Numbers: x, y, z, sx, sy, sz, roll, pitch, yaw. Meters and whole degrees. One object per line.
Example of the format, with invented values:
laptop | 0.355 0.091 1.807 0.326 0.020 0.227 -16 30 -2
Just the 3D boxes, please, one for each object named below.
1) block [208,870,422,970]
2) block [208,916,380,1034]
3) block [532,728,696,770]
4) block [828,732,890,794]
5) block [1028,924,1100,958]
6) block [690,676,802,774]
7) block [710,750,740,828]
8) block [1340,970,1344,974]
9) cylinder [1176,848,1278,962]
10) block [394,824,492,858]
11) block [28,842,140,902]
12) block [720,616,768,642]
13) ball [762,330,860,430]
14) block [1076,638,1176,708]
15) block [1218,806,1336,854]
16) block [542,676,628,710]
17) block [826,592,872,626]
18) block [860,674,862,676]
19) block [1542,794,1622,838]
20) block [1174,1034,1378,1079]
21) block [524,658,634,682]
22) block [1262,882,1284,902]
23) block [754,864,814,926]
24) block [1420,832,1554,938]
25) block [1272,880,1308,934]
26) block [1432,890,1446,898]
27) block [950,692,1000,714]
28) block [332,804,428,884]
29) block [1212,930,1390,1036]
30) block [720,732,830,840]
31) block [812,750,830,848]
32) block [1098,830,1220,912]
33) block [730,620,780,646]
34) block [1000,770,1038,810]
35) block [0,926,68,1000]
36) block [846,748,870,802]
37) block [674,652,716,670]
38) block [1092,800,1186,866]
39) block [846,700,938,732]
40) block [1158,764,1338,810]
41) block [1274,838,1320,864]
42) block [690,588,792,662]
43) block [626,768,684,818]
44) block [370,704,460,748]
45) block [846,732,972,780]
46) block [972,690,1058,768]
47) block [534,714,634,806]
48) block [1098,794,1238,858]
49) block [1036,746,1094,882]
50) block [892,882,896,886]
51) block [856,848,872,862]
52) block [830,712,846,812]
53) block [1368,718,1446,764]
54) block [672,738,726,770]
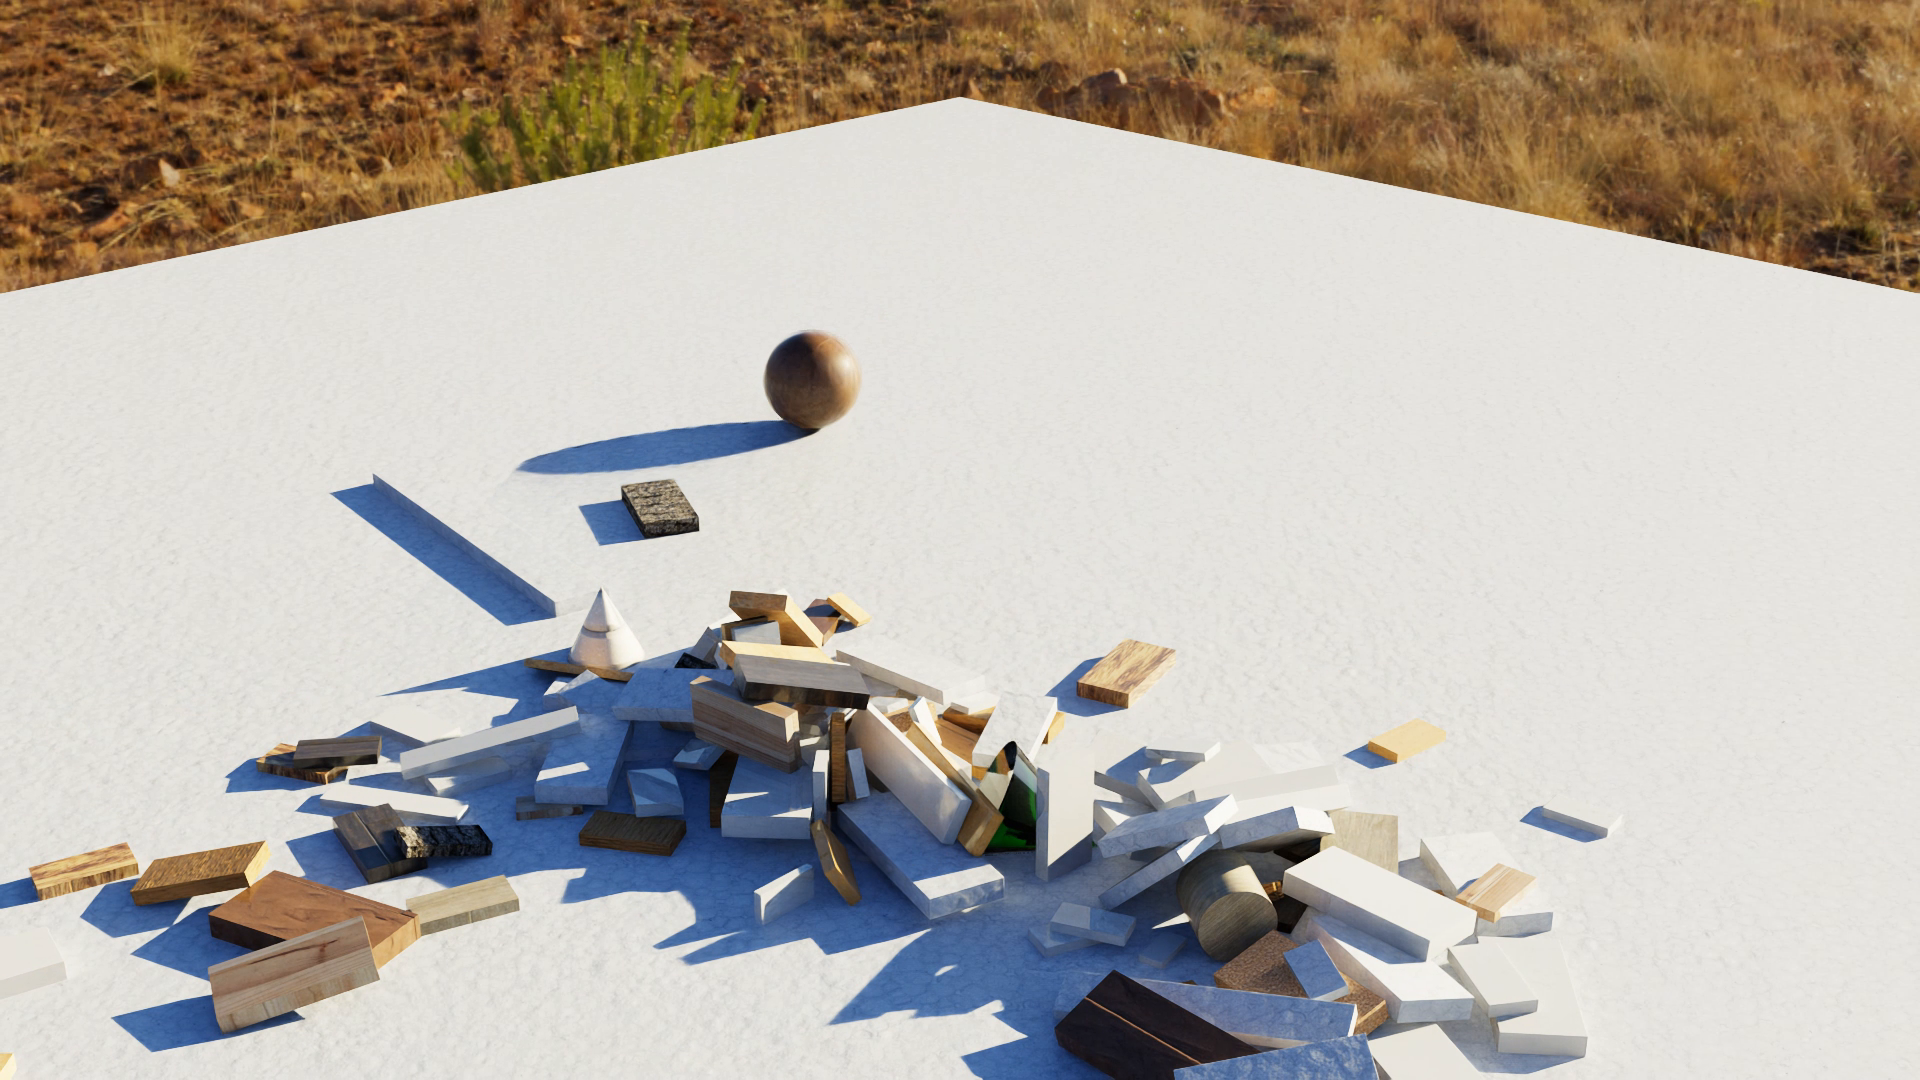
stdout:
block | -1.183 0.707 4.032 0.345 0.049 0.172 11 25 24
block | -1.164 0.758 3.844 0.273 0.039 0.136 -18 36 -15
block | -0.736 0.440 4.690 0.347 0.026 0.091 -4 23 -9
block | -0.181 0.452 4.648 0.131 0.037 0.262 -16 28 -34
block | 0.204 0.722 4.032 0.142 0.020 0.071 -10 25 -23
block | -0.435 0.374 4.461 0.259 0.130 0.037 17 32 34
block | -0.430 0.484 4.557 0.172 0.049 0.345 -2 23 -5
block | 0.723 0.757 3.925 0.123 0.017 0.062 8 20 -4
cylinder | 0.485 0.665 4.004 0.148 0.148 0.148 -4 23 -10
block | -1.008 0.587 4.291 0.170 0.024 0.085 3 18 -33
block | -1.684 0.637 4.227 0.183 0.026 0.091 -14 27 -29
block | -0.463 0.275 4.853 0.100 0.201 0.028 -11 10 -22
ball | -0.438 -0.473 6.504 0.290 0.290 0.290 0 23 0
block | 0.380 0.302 5.003 0.128 0.036 0.257 12 26 27
block | 0.598 0.546 4.135 0.147 0.042 0.293 -19 -16 18
block | -0.817 0.348 4.905 0.201 0.028 0.100 4 23 9
block | -0.267 0.166 5.292 0.104 0.015 0.052 38 30 22
block | -0.324 0.317 4.981 0.185 0.026 0.093 12 26 26
block | 1.252 0.555 4.429 0.139 0.020 0.069 17 28 34
block | 0.503 0.879 3.460 0.311 0.044 0.156 -12 35 4
block | -0.804 0.304 4.978 0.369 0.020 0.070 7 -7 16
block | 0.558 0.668 4.133 0.097 0.014 0.049 -13 16 6
block | -0.328 0.663 4.112 0.019 0.067 0.134 20 30 39
block | 0.995 0.651 4.173 0.146 0.041 0.292 -4 23 -9
block | 0.607 0.687 4.117 0.069 0.020 0.139 11 25 24
block | 0.852 0.684 4.127 0.123 0.017 0.062 -2 23 -5
block | 0.035 0.355 4.799 0.053 0.015 0.106 16 20 40
block | -1.141 0.594 4.318 0.115 0.033 0.230 -13 26 -28
block | 0.584 0.784 3.785 0.144 0.041 0.287 -32 31 -22
block | -0.367 0.489 4.420 0.172 0.049 0.345 1 23 3
block | -0.272 0.511 4.338 0.024 0.171 0.086 1 23 1
block | 0.370 0.608 4.080 0.119 0.239 0.034 -25 78 -45
block | -0.439 0.285 4.833 0.100 0.201 0.028 -10 9 -22
block | 0.150 0.505 4.483 0.136 0.068 0.019 -7 24 -16
block | -1.740 0.772 3.892 0.273 0.039 0.136 -15 27 -31
block | -0.210 0.473 4.411 0.027 0.095 0.191 -11 -7 -8
block | -0.611 0.325 4.872 0.081 0.023 0.161 23 46 6
block | 0.351 0.570 4.291 0.120 0.034 0.239 9 11 -17
block | -0.181 0.373 4.640 0.131 0.037 0.262 -17 10 -37
block | 0.562 0.498 4.282 0.314 0.044 0.157 -7 -15 -24
block | 0.688 0.595 4.332 0.069 0.020 0.139 22 31 40
block | -0.511 0.206 5.114 0.037 0.129 0.258 49 41 12
block | -0.622 0.513 4.480 0.095 0.027 0.189 -2 16 -14
block | -1.180 0.409 4.763 0.183 0.026 0.091 15 27 32
block | -0.109 0.451 4.555 0.131 0.037 0.262 -17 28 -34
block | 0.117 0.404 4.651 0.118 0.033 0.236 7 31 16
block | -0.779 0.454 4.577 0.147 0.042 0.294 1 25 2
block | 0.385 0.531 4.078 0.238 0.034 0.119 -19 4 35
block | 0.201 0.526 4.216 0.119 0.239 0.034 -19 30 -38
block | -0.037 0.643 4.215 0.171 0.024 0.085 6 24 14
block | -0.154 0.613 4.300 0.094 0.013 0.047 3 23 7
block | -0.246 0.446 4.414 0.026 0.182 0.091 1 -19 -6
block | 0.960 0.430 4.718 0.160 0.023 0.080 -18 29 -36
block | -0.544 0.447 4.591 0.131 0.019 0.066 -4 39 54
